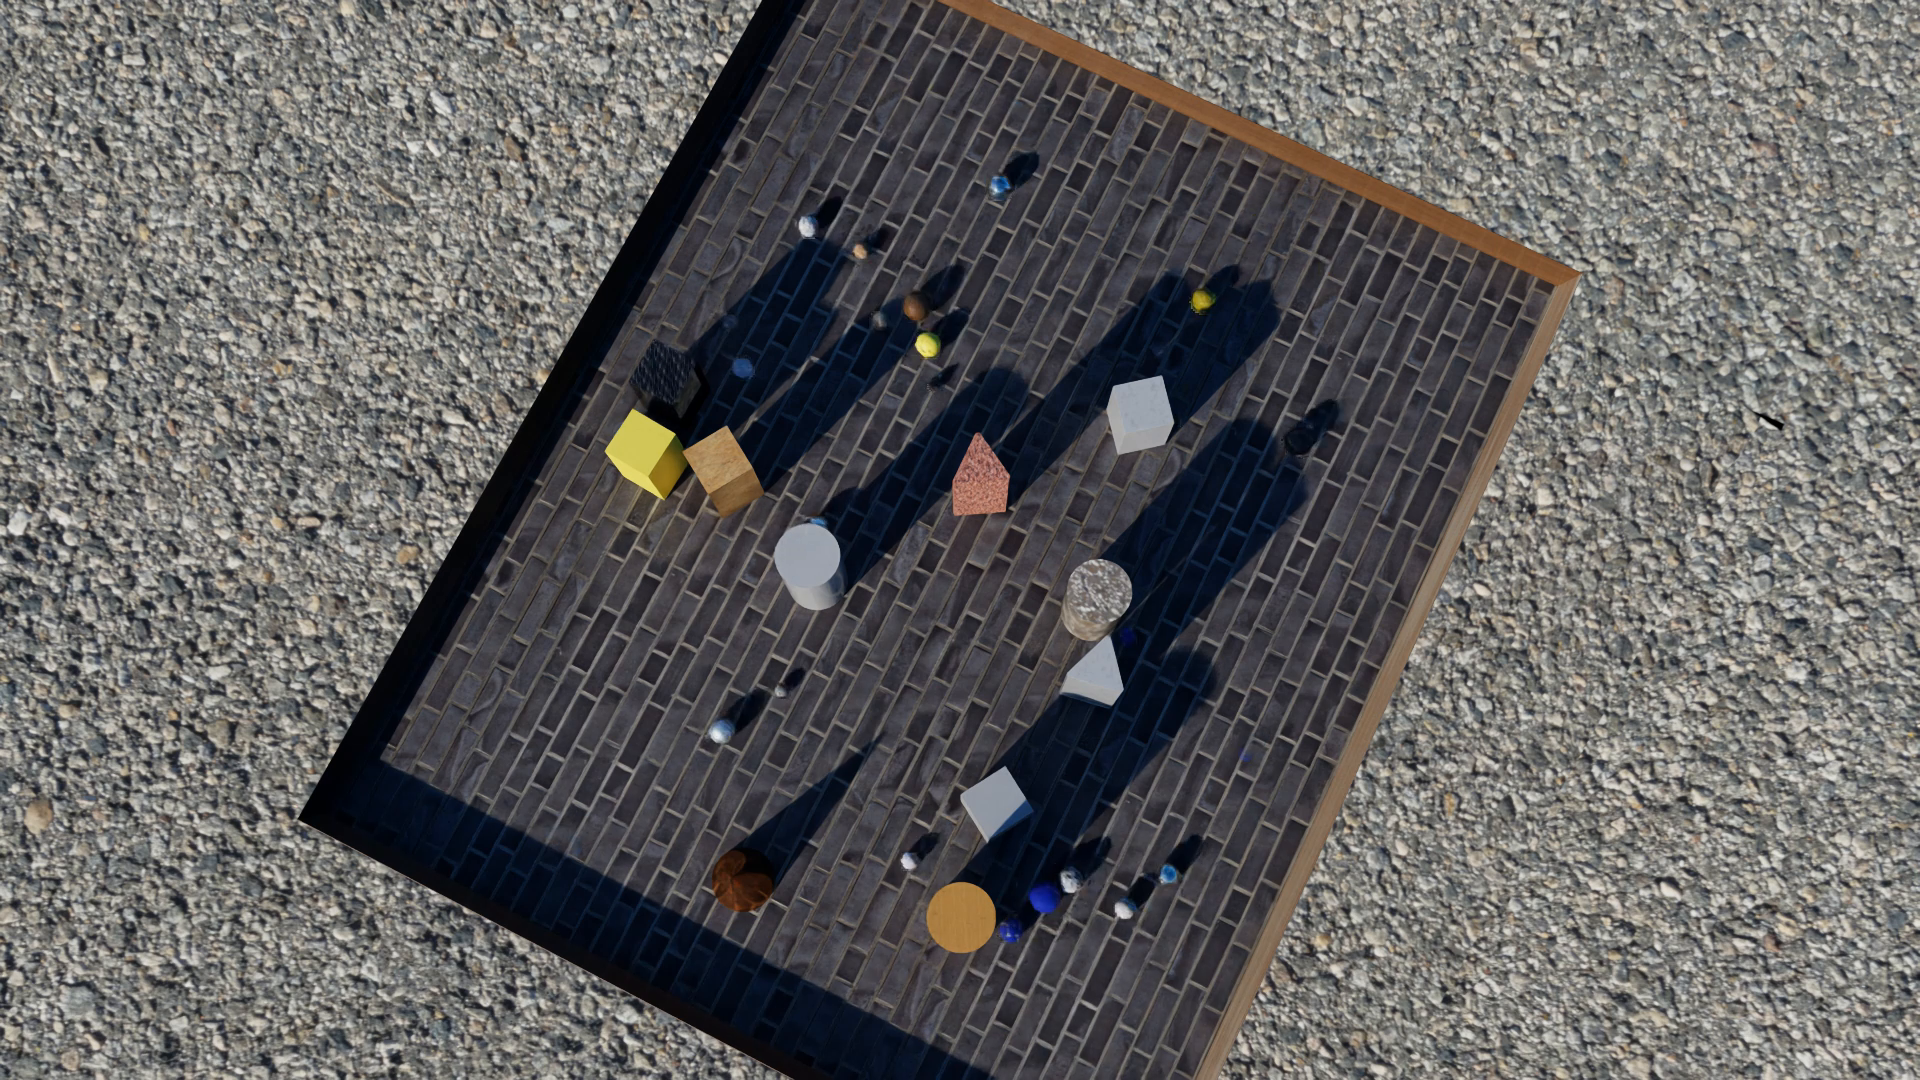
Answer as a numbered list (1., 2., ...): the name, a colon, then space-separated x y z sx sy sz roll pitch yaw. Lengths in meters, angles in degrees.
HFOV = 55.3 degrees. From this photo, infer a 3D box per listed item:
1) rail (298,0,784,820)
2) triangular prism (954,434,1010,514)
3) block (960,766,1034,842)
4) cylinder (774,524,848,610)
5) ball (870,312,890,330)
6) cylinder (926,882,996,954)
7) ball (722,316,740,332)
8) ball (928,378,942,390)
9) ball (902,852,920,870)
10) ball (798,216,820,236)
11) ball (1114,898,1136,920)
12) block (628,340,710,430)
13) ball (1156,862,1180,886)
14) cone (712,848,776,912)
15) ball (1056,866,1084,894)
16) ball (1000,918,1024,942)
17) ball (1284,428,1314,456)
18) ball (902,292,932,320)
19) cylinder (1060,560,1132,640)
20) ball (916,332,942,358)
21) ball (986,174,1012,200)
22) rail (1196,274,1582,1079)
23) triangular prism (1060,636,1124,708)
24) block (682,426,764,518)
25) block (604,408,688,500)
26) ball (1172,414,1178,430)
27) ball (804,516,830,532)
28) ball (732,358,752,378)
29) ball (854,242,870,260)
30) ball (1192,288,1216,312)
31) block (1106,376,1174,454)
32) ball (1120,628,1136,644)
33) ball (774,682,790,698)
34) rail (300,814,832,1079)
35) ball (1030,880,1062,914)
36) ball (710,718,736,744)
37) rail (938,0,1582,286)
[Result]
1. rail: -1.186 -0.574 5.672 0.045 0.122 3.219 26 80 5
2. triangular prism: 0.056 -0.196 5.438 0.163 0.428 0.141 -5 78 -1
3. block: 0.105 0.770 5.316 0.150 0.277 0.150 -32 80 -6
4. cylinder: -0.435 0.083 5.405 0.188 0.380 0.188 0 78 0
5. ball: -0.250 -0.682 5.728 0.057 0.057 0.057 0 78 0
6. cylinder: 0.004 1.063 5.161 0.188 0.461 0.188 0 78 0
7. ball: -0.717 -0.677 5.730 0.052 0.052 0.052 0 78 0
8. ball: -0.076 -0.486 5.696 0.040 0.040 0.040 0 78 0
9. ball: -0.146 0.944 5.394 0.052 0.052 0.052 0 78 0
10. ball: -0.478 -0.992 5.788 0.067 0.067 0.067 0 78 0
11. ball: 0.484 1.078 5.361 0.063 0.063 0.063 0 78 0
12. block: -0.878 -0.468 5.563 0.150 0.294 0.150 28 80 5
13. ball: 0.610 0.982 5.377 0.070 0.070 0.070 0 78 0
14. cone: -0.639 0.973 5.266 0.188 0.291 0.188 0 78 0
15. ball: 0.322 0.996 5.370 0.078 0.078 0.078 0 78 0
16. ball: 0.150 1.138 5.344 0.072 0.072 0.072 0 78 0
17. ball: 1.040 -0.301 5.633 0.089 0.089 0.089 0 78 0
18. ball: -0.134 -0.730 5.721 0.091 0.091 0.091 0 78 0
19. cylinder: 0.400 0.180 5.408 0.188 0.334 0.188 0 78 0
20. ball: -0.098 -0.609 5.702 0.079 0.079 0.079 0 78 0
21. ball: 0.126 -1.121 5.807 0.082 0.082 0.082 0 78 0
22. rail: 1.186 0.587 5.432 0.045 0.122 3.219 26 80 5
23. triangular prism: 0.396 0.375 5.323 0.163 0.422 0.141 16 79 3
24. block: -0.704 -0.200 5.487 0.150 0.334 0.150 -31 80 -6
25. block: -0.935 -0.254 5.510 0.150 0.311 0.150 30 80 6
26. ball: 0.647 -0.366 5.655 0.052 0.052 0.052 0 78 0
27. ball: -0.437 -0.033 5.580 0.085 0.085 0.085 0 78 0
28. ball: -0.677 -0.535 5.694 0.064 0.064 0.064 0 78 0
29. ball: -0.309 -0.911 5.778 0.052 0.052 0.052 0 78 0
30. ball: 0.763 -0.752 5.733 0.077 0.077 0.077 0 78 0
31. block: 0.545 -0.377 5.564 0.150 0.256 0.150 -12 79 -3
32. ball: 0.505 0.291 5.531 0.048 0.048 0.048 0 78 0
33. ball: -0.534 0.450 5.501 0.043 0.043 0.043 0 78 0
34. rail: -0.709 1.395 5.265 2.700 0.122 0.045 26 80 5
35. ball: 0.249 1.042 5.353 0.094 0.094 0.094 0 78 0
36. ball: -0.708 0.568 5.460 0.077 0.077 0.077 0 78 0
37. rail: 0.709 -1.382 5.839 2.700 0.122 0.045 26 80 5
